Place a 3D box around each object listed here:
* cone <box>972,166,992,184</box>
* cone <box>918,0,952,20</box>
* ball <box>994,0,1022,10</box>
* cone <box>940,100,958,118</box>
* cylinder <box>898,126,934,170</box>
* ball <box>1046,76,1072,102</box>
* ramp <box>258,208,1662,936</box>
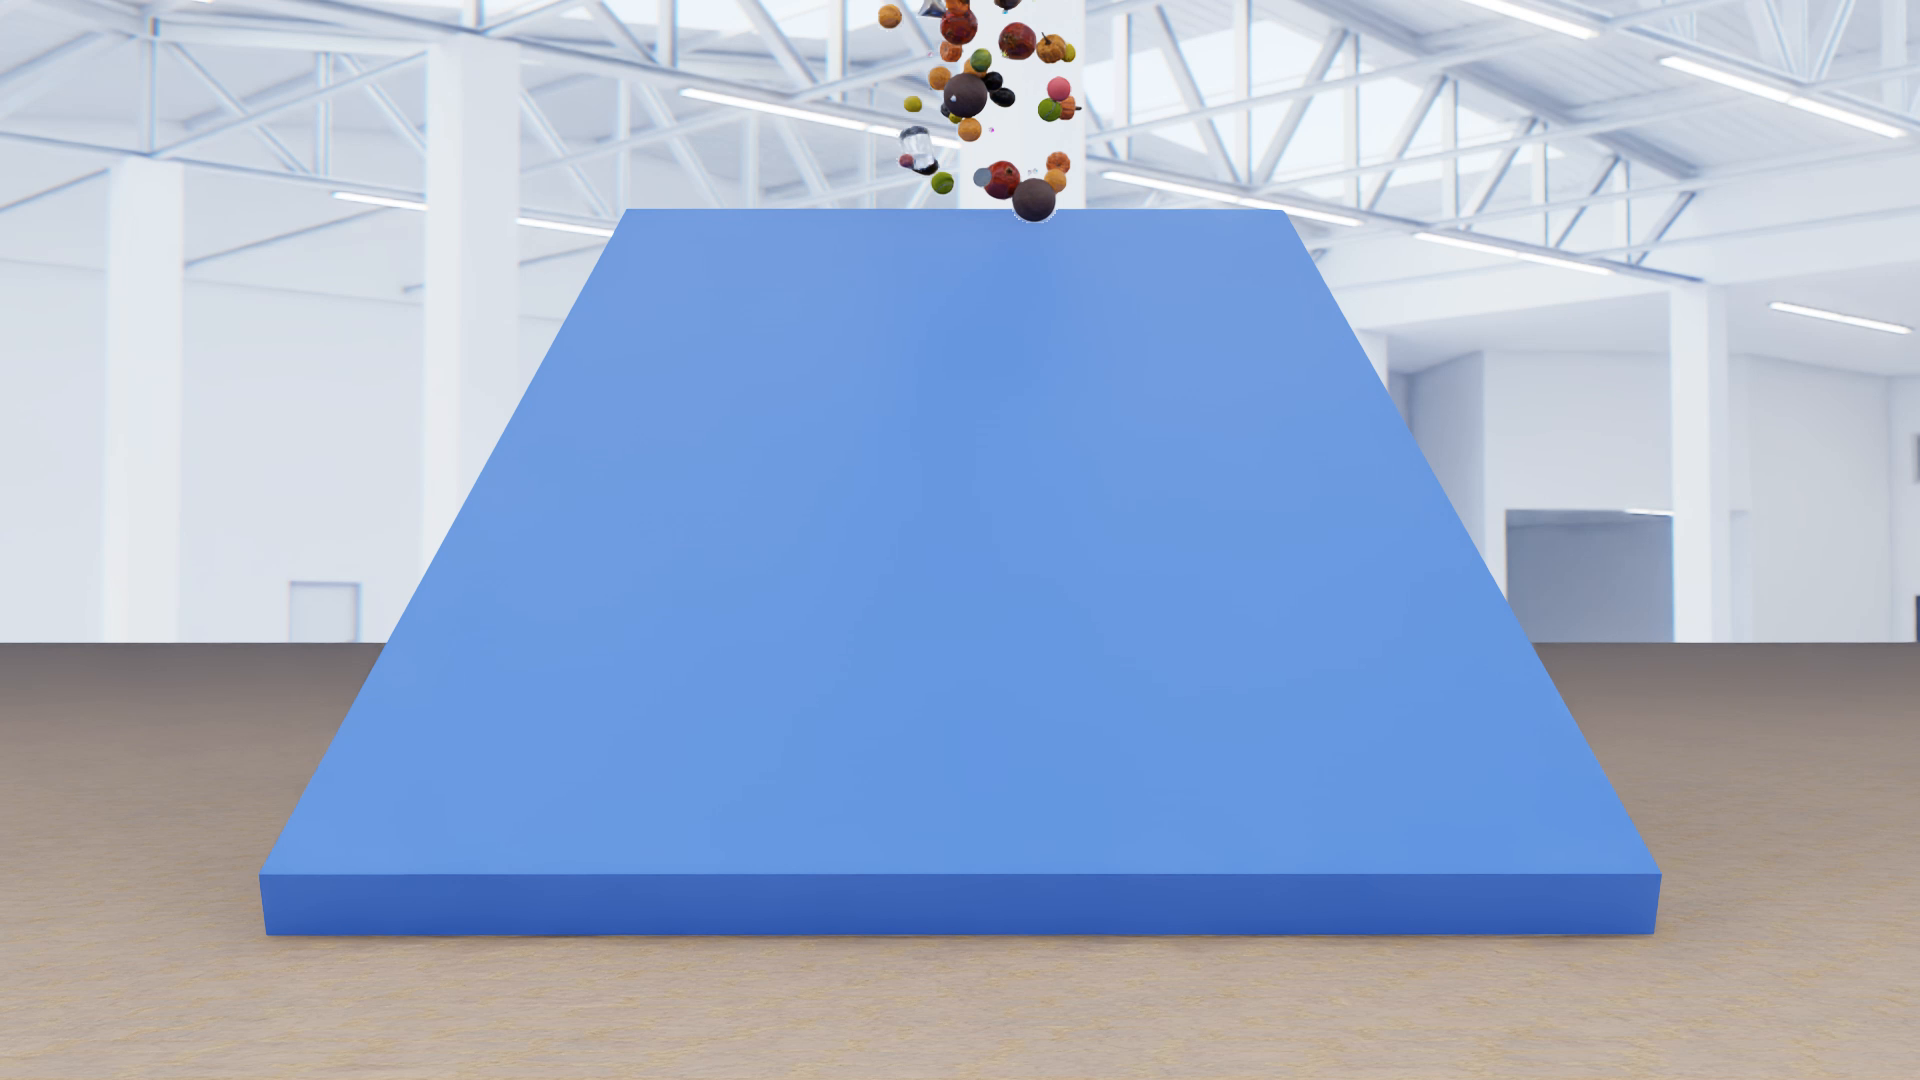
[{"bbox_3d":[0.076,-1.044,6.647,0.058,0.058,0.058,-2,-24,34],"label":"cone"},{"bbox_3d":[-0.059,-1.548,6.712,0.090,0.090,0.090,31,-15,-21],"label":"cone"},{"bbox_3d":[0.138,-1.579,6.616,0.094,0.094,0.094,0,-2,0],"label":"ball"},{"bbox_3d":[-0.032,-1.287,6.810,0.054,0.054,0.054,0,-1,1],"label":"cone"},{"bbox_3d":[-0.128,-1.161,6.796,0.093,0.093,0.093,-10,-18,-3],"label":"cylinder"},{"bbox_3d":[0.283,-1.289,6.551,0.070,0.070,0.070,0,-2,0],"label":"ball"},{"bbox_3d":[-0.006,-0.220,5.144,2.000,0.100,4.000,0,22,0],"label":"ramp"}]
